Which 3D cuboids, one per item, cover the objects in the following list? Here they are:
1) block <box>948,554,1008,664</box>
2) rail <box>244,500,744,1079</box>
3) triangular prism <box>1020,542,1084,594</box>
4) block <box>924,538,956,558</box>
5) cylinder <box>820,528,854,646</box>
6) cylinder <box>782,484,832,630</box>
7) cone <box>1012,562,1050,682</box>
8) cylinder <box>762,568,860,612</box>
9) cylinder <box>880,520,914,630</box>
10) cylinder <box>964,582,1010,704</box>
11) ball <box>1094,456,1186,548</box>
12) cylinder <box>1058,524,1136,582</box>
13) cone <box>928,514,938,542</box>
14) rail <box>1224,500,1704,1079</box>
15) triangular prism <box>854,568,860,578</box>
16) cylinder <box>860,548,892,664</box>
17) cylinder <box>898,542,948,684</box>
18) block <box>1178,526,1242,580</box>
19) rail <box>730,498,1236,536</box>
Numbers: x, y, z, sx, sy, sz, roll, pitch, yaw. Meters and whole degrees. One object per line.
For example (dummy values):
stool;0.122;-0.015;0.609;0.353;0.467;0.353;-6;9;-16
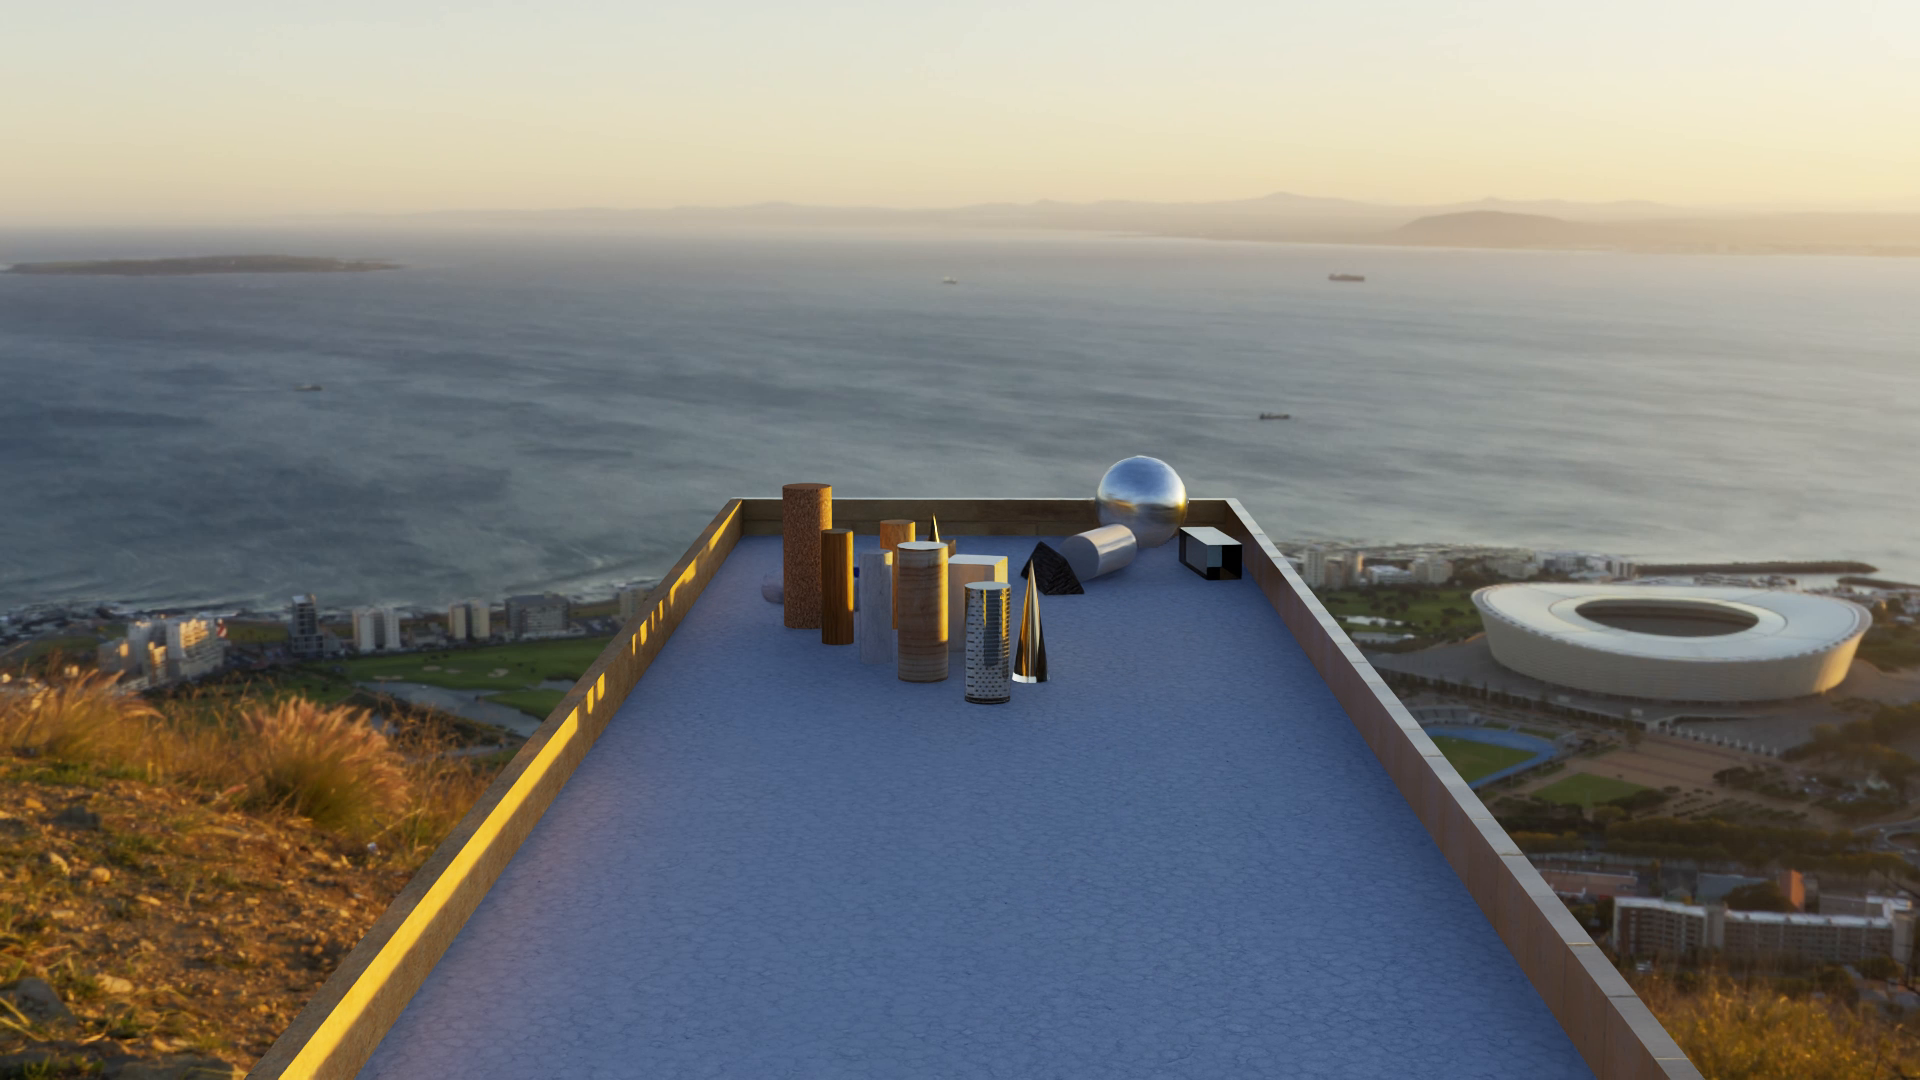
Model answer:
block;0.045;0.210;6.706;0.164;0.306;0.164;2;9;14
rail;-1.004;0.839;3.234;0.050;0.150;12.000;0;9;1
triangular prism;0.333;0.097;7.971;0.147;0.127;0.397;-1;9;-10
block;-0.112;0.085;8.109;0.113;0.113;0.434;2;9;11
cylinder;-0.387;0.148;6.943;0.101;0.355;0.101;0;9;0
cylinder;-0.500;0.051;7.217;0.159;0.460;0.159;0;9;0
cone;0.208;0.228;6.416;0.109;0.361;0.109;0;9;0
cylinder;-0.483;0.173;7.558;0.413;0.112;0.112;5;11;31
cylinder;-0.204;0.111;7.202;0.114;0.346;0.114;0;9;0
cylinder;0.078;0.287;6.155;0.128;0.325;0.128;0;9;0
ball;0.723;-0.153;8.804;0.367;0.367;0.367;0;9;0
cylinder;0.512;0.045;8.180;0.170;0.170;0.327;5;10;29
cone;-0.084;0.119;6.915;0.150;0.421;0.150;0;9;0
rail;1.046;0.843;3.208;0.050;0.150;12.000;0;9;1
triangular prism;-0.399;0.136;7.885;0.331;0.080;0.092;1;9;7
cylinder;-0.255;0.200;6.673;0.101;0.336;0.101;0;9;0
cylinder;-0.109;0.210;6.429;0.148;0.393;0.148;0;9;0
block;0.940;0.049;8.281;0.132;0.132;0.429;-1;9;-8
rail;0.099;-0.098;9.147;2.100;0.150;0.050;0;9;1
